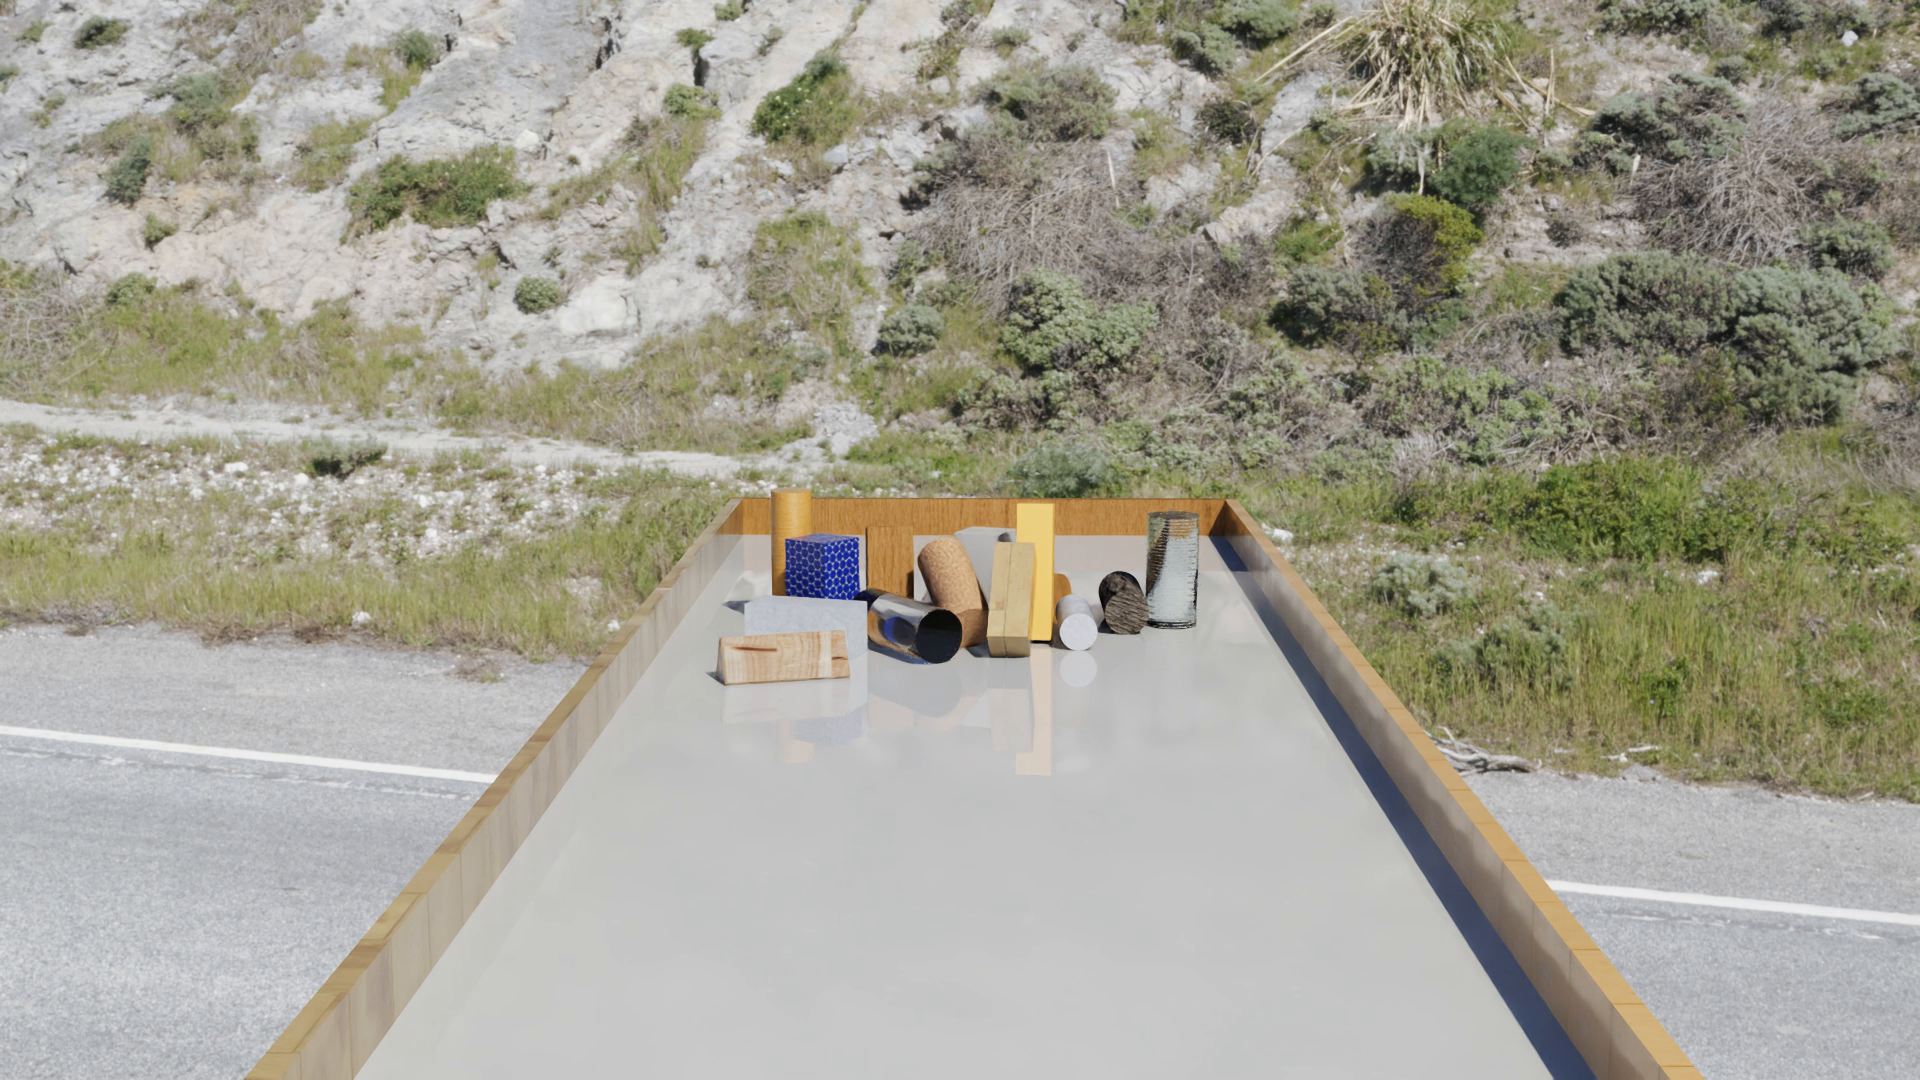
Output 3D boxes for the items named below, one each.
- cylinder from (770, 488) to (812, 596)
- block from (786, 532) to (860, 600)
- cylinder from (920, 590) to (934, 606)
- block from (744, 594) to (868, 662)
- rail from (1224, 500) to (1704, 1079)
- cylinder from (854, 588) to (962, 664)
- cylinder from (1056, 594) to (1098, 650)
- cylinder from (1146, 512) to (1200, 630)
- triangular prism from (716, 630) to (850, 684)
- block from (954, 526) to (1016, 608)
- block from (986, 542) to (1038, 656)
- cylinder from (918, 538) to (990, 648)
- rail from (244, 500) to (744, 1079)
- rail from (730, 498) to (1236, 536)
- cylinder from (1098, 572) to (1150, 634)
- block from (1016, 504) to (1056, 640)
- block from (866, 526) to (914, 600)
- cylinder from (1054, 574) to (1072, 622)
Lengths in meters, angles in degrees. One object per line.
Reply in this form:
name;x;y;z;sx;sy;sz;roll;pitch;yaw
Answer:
cylinder;-0.550;0.060;7.198;0.134;0.449;0.134;0;9;0
block;-0.436;0.154;6.999;0.165;0.324;0.165;6;11;38
cylinder;-0.083;0.231;7.186;0.114;0.114;0.360;1;9;6
block;-0.475;0.271;6.790;0.342;0.159;0.159;3;9;18
rail;1.046;0.843;3.208;0.050;0.150;12.000;0;9;1
cylinder;-0.173;0.263;6.815;0.168;0.168;0.419;-5;11;-31
cylinder;0.368;0.260;6.995;0.117;0.117;0.334;0;9;0
cylinder;0.697;0.098;7.221;0.170;0.364;0.170;1;10;0
triangular prism;-0.521;0.336;6.459;0.371;0.127;0.147;-3;9;-16
block;0.084;0.127;7.195;0.155;0.318;0.155;4;10;24
block;0.163;0.182;6.790;0.124;0.336;0.124;1;-32;8
cylinder;-0.015;0.166;6.962;0.160;0.160;0.358;-3;38;-17
rail;-1.004;0.839;3.234;0.050;0.150;12.000;0;9;1
rail;0.099;-0.098;9.147;2.100;0.150;0.050;0;9;1
cylinder;0.539;0.205;7.258;0.143;0.143;0.377;0;9;0
block;0.239;0.099;6.982;0.112;0.428;0.112;1;2;6
block;-0.231;0.115;7.213;0.148;0.319;0.148;-1;1;-5
cylinder;0.190;0.177;7.373;0.332;0.162;0.162;6;11;34
